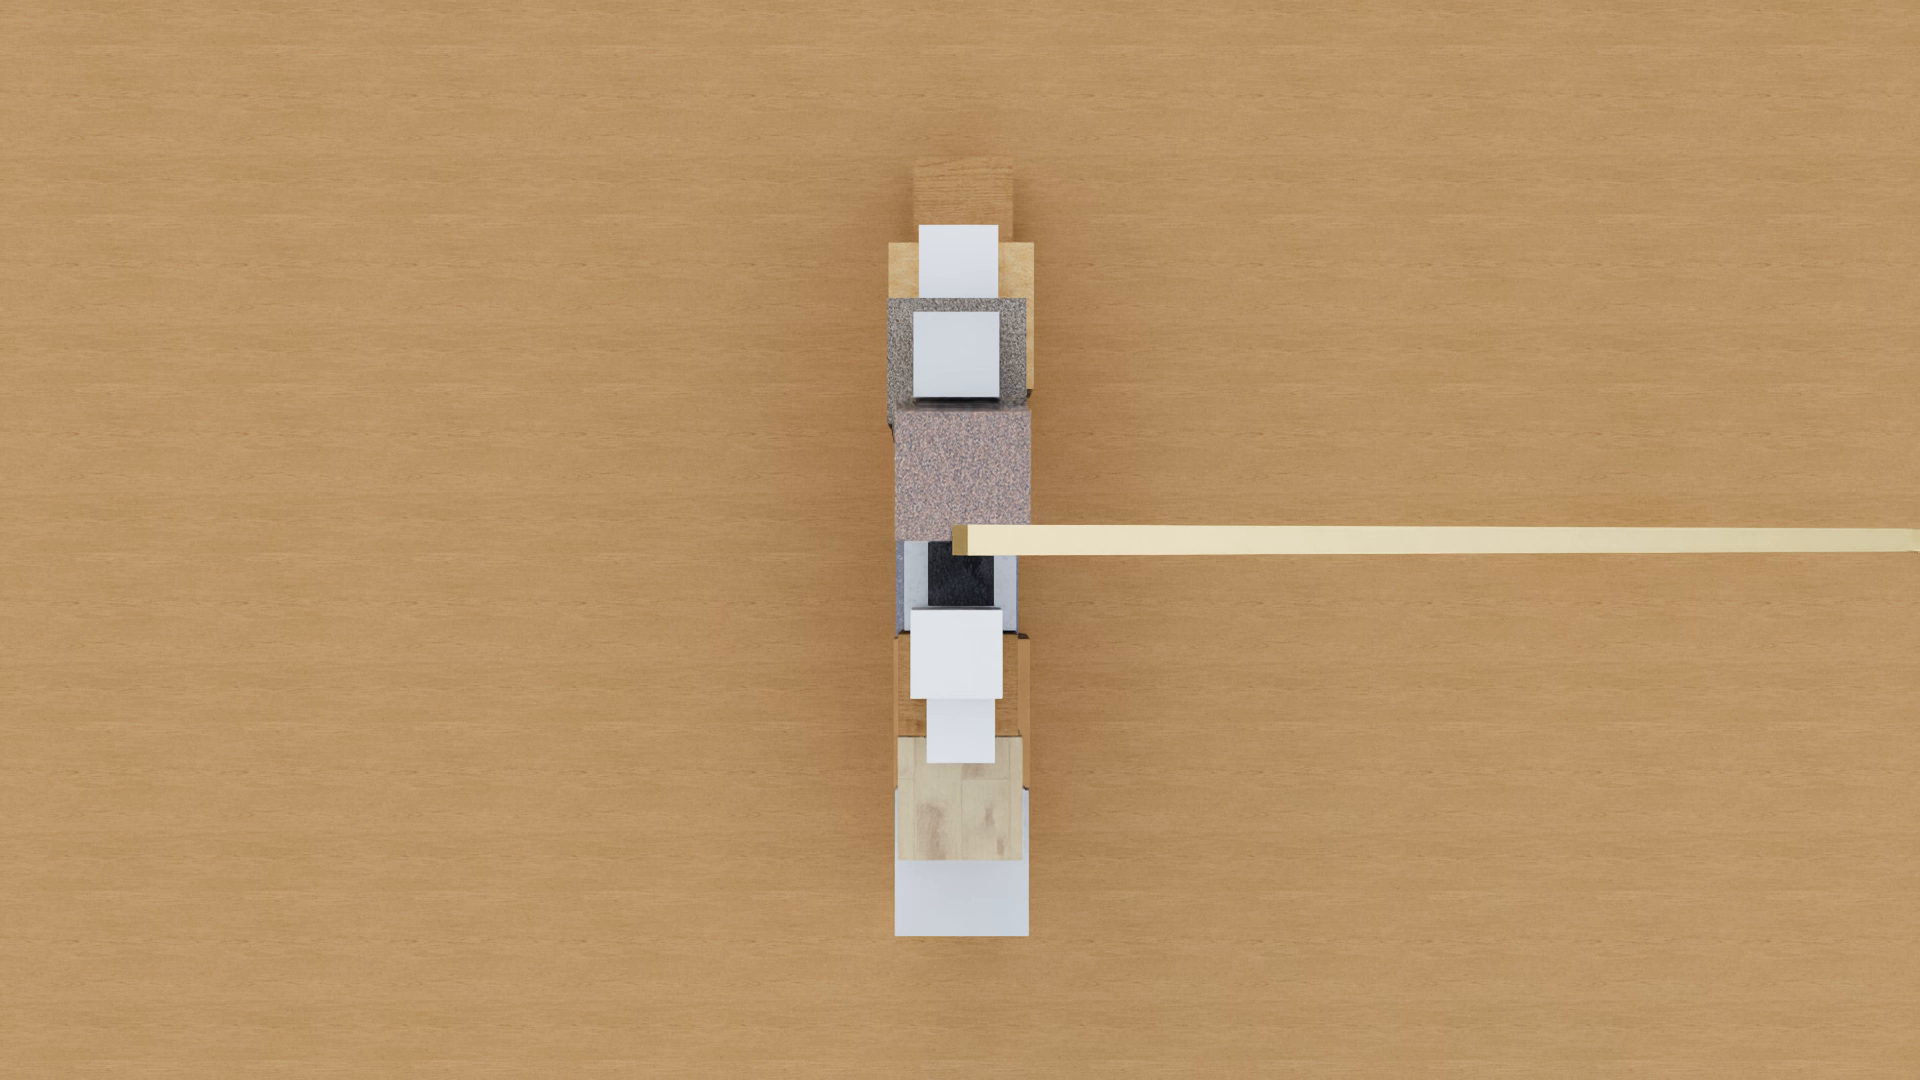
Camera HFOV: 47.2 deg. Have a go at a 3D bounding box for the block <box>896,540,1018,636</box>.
[{"bbox_3d":[-0.016,0.182,12.649,0.685,0.702,0.718,0,90,0],"label":"block"}]

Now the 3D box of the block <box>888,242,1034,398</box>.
[{"bbox_3d":[0.007,-1.248,12.617,0.808,0.767,0.814,0,90,0],"label":"block"}]

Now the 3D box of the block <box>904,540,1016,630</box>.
[{"bbox_3d":[0.001,0.181,12.047,0.600,0.502,0.610,0,90,0],"label":"block"}]

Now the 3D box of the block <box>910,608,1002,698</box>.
[{"bbox_3d":[-0.017,0.574,11.273,0.459,0.513,0.441,0,90,0],"label":"block"}]

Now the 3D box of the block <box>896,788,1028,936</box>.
[{"bbox_3d":[0.011,1.781,12.554,0.737,0.891,0.799,0,90,0],"label":"block"}]

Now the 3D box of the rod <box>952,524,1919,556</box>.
[{"bbox_3d":[2.234,0.000,7.105,5.200,0.080,0.080,0,90,-31],"label":"rod"}]

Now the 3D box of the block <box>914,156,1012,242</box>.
[{"bbox_3d":[0.018,-1.923,12.758,0.566,0.484,0.515,0,90,0],"label":"block"}]

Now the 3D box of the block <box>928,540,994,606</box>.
[{"bbox_3d":[0.005,0.149,11.634,0.345,0.326,0.391,0,90,0],"label":"block"}]

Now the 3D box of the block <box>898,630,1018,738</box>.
[{"bbox_3d":[-0.011,0.765,11.858,0.627,0.656,0.538,0,90,0],"label":"block"}]

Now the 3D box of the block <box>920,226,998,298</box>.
[{"bbox_3d":[-0.007,-1.482,12.012,0.424,0.444,0.413,0,90,0],"label":"block"}]

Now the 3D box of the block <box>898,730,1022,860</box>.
[{"bbox_3d":[0.000,1.361,11.816,0.653,0.586,0.645,0,89,0],"label":"block"}]

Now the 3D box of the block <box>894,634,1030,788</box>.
[{"bbox_3d":[0.010,0.961,12.593,0.756,0.815,0.820,0,90,0],"label":"block"}]

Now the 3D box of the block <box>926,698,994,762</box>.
[{"bbox_3d":[0.004,0.965,11.364,0.345,0.328,0.340,0,90,0],"label":"block"}]

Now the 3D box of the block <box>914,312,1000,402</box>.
[{"bbox_3d":[-0.018,-0.931,11.265,0.430,0.451,0.428,0,90,0],"label":"block"}]

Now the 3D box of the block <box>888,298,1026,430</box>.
[{"bbox_3d":[-0.017,-0.937,11.862,0.728,0.743,0.658,0,90,0],"label":"block"}]

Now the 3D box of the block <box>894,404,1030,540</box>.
[{"bbox_3d":[0.014,-0.351,11.253,0.678,0.532,0.650,0,97,0],"label":"block"}]
